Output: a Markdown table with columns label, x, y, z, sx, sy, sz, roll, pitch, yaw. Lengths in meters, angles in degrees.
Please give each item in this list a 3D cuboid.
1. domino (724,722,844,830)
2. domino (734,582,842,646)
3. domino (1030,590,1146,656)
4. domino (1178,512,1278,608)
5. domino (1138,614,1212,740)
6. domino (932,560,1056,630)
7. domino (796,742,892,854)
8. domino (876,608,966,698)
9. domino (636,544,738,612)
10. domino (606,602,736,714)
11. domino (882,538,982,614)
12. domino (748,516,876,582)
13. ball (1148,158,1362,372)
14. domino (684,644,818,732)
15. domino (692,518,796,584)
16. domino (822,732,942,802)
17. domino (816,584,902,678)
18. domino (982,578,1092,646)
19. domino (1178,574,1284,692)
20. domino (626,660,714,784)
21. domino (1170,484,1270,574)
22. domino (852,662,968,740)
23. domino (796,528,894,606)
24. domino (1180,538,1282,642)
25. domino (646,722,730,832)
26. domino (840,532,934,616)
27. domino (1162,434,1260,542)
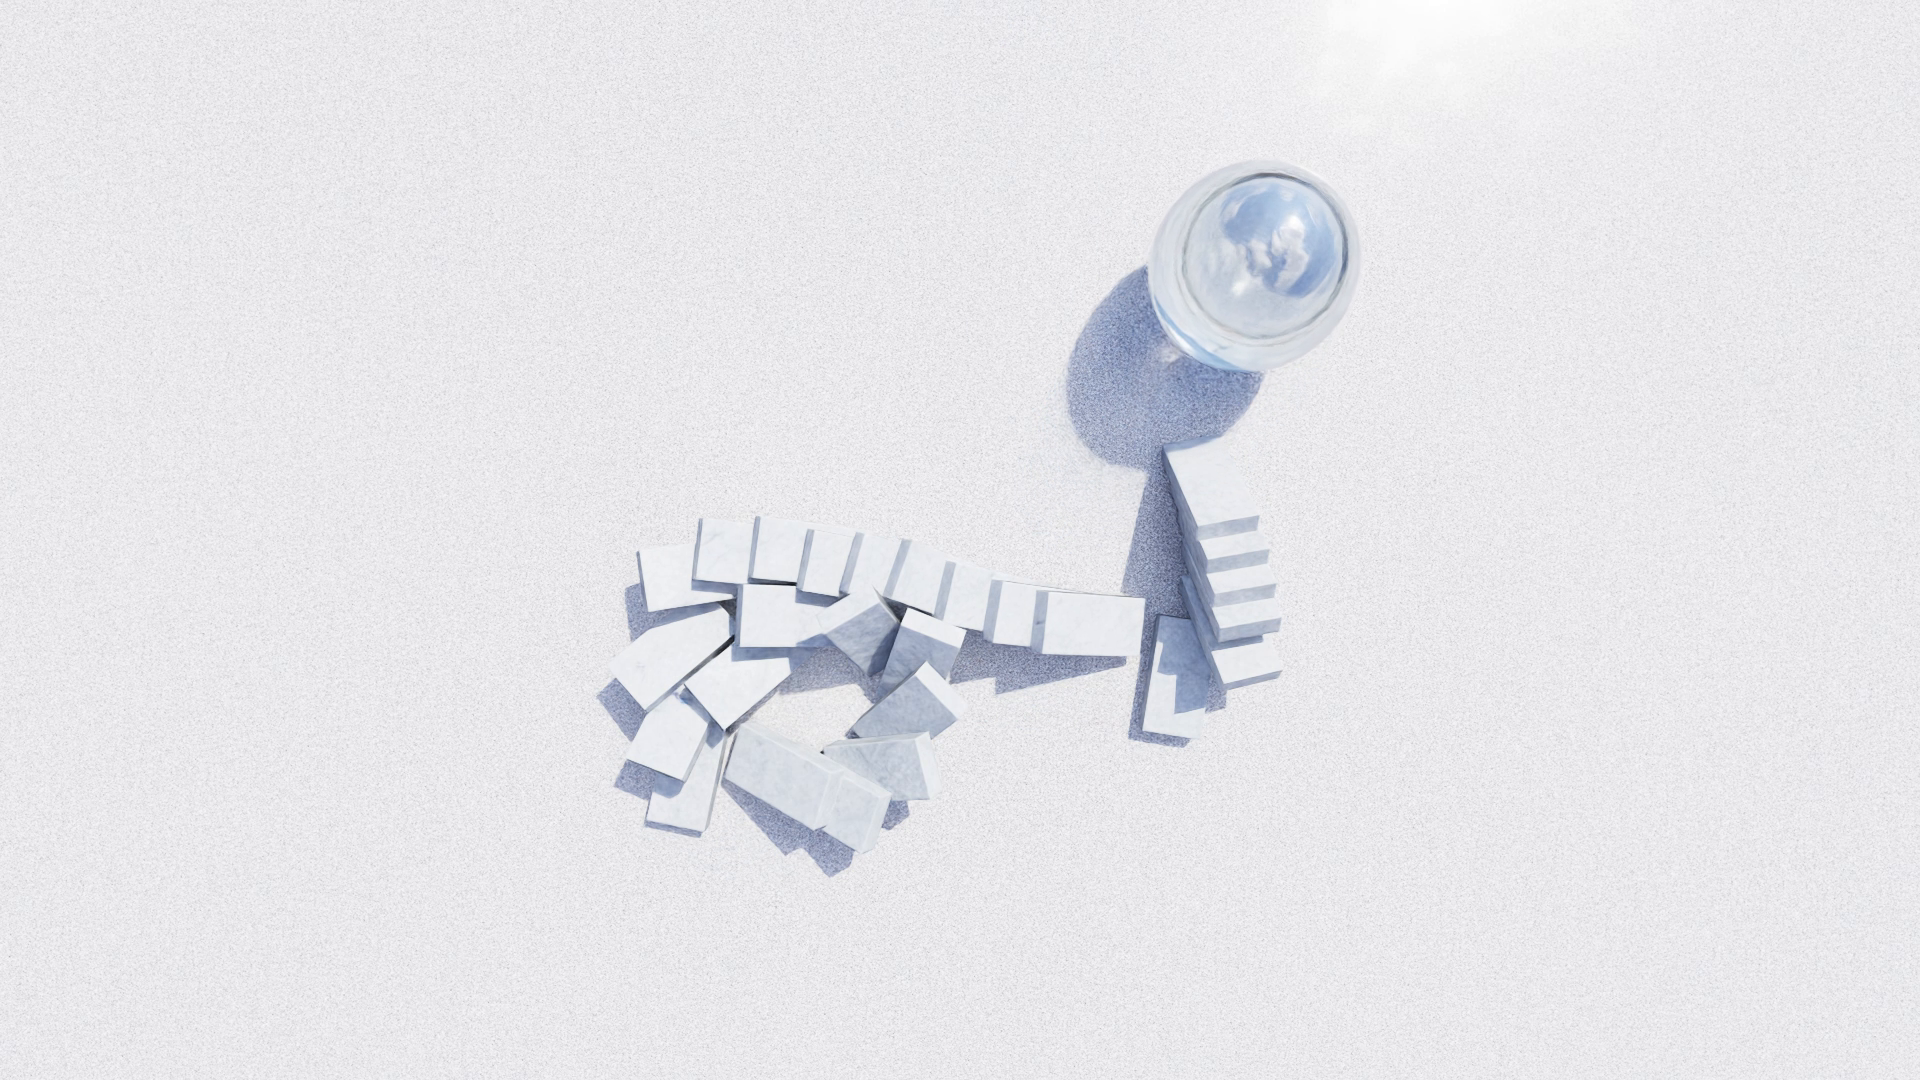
| label | x | y | z | sx | sy | sz | roll | pitch | yaw |
| --- | --- | --- | --- | --- | --- | --- | --- | --- | --- |
| domino | -0.074 | 0.098 | 0.383 | 0.050 | 0.010 | 0.025 | 20 | 95 | 27 |
| domino | -0.067 | 0.032 | 0.383 | 0.050 | 0.010 | 0.025 | 3 | 91 | -27 |
| domino | 0.054 | 0.035 | 0.384 | 0.050 | 0.010 | 0.025 | 6 | 91 | -29 |
| domino | 0.109 | 0.004 | 0.379 | 0.025 | 0.010 | 0.050 | -10 | 46 | 0 |
| domino | 0.094 | 0.059 | 0.395 | 0.025 | 0.009 | 0.050 | 9 | 90 | 0 |
| domino | 0.015 | 0.026 | 0.383 | 0.050 | 0.009 | 0.025 | 14 | 88 | -30 |
| domino | -0.054 | 0.107 | 0.383 | 0.050 | 0.009 | 0.025 | 21 | 96 | 27 |
| domino | -0.017 | 0.052 | 0.379 | 0.025 | 0.010 | 0.050 | 21 | 133 | 0 |
| domino | -0.107 | 0.014 | 0.384 | 0.050 | 0.009 | 0.025 | -8 | 89 | -28 |
| domino | -0.119 | 0.046 | 0.385 | 0.050 | 0.009 | 0.025 | -42 | 80 | -20 |
| domino | -0.005 | 0.020 | 0.382 | 0.050 | 0.010 | 0.025 | 22 | 84 | -29 |
| domino | -0.062 | 0.005 | 0.385 | 0.050 | 0.009 | 0.025 | 7 | 90 | -27 |
| ball | 0.114 | -0.106 | 0.360 | 0.080 | 0.080 | 0.080 | 0 | 90 | 0 |
| domino | -0.088 | 0.054 | 0.386 | 0.050 | 0.009 | 0.025 | -40 | 90 | -23 |
| domino | -0.085 | 0.006 | 0.384 | 0.050 | 0.010 | 0.025 | 8 | 88 | -27 |
| domino | -0.033 | 0.095 | 0.382 | 0.050 | 0.009 | 0.025 | -13 | 91 | 33 |
| domino | -0.037 | 0.038 | 0.376 | 0.025 | 0.050 | 0.009 | -30 | 58 | 0 |
| domino | 0.035 | 0.032 | 0.384 | 0.050 | 0.009 | 0.025 | 9 | 90 | -29 |
| domino | 0.112 | 0.036 | 0.383 | 0.025 | 0.009 | 0.050 | -13 | 59 | -3 |
| domino | -0.116 | 0.073 | 0.385 | 0.025 | 0.010 | 0.050 | 20 | 66 | 4 |
| domino | 0.107 | -0.009 | 0.379 | 0.025 | 0.009 | 0.050 | -10 | 46 | 0 |
| domino | -0.021 | 0.074 | 0.381 | 0.025 | 0.010 | 0.050 | 46 | 127 | -1 |
| domino | -0.041 | 0.012 | 0.384 | 0.050 | 0.009 | 0.025 | 12 | 90 | -28 |
| domino | 0.111 | 0.018 | 0.379 | 0.025 | 0.009 | 0.050 | -10 | 46 | 0 |
| domino | -0.116 | 0.097 | 0.395 | 0.025 | 0.009 | 0.050 | 12 | 90 | 0 |
| domino | -0.023 | 0.015 | 0.383 | 0.050 | 0.010 | 0.025 | 17 | 87 | -29 |
| domino | 0.103 | -0.022 | 0.379 | 0.025 | 0.009 | 0.050 | -10 | 46 | 0 |
